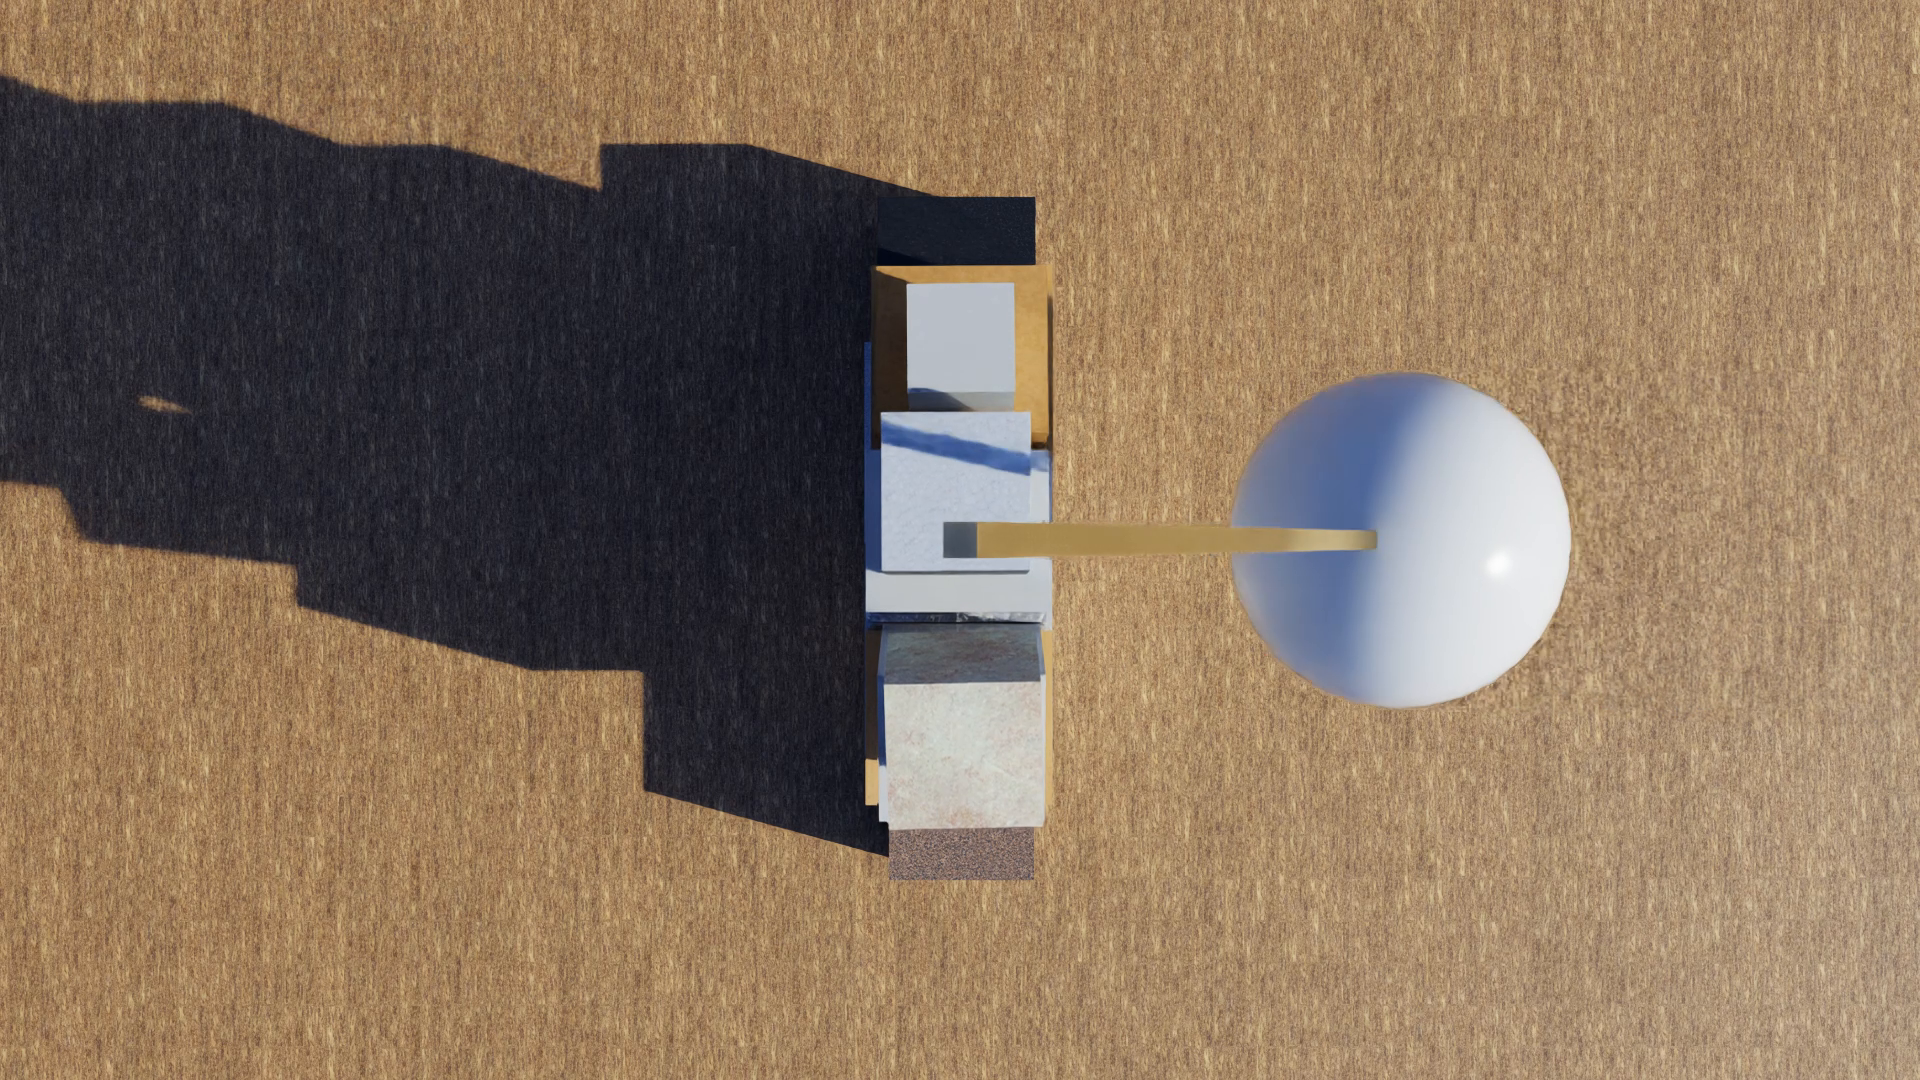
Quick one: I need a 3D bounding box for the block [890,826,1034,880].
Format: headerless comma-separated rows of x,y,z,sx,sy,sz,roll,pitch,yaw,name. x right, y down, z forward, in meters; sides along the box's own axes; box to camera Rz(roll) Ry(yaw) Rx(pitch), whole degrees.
0.009,1.525,12.589,0.803,0.821,0.719,0,90,0,block

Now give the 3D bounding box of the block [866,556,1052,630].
-0.007,0.593,12.433,1.011,1.133,1.124,0,90,0,block

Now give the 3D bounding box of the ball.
2.074,0.000,10.437,1.600,1.600,1.600,0,90,0,ball

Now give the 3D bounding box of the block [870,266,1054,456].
0.010,-0.889,11.519,0.913,0.971,0.941,0,87,0,block

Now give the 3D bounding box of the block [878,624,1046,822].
0.008,0.869,10.614,0.778,0.776,0.724,0,105,0,block

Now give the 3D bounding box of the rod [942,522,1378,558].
0.899,0.000,7.247,0.080,5.200,0.080,0,90,20,rod

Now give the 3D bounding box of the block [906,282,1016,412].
0.004,-0.848,9.994,0.474,0.594,0.493,-1,81,0,block

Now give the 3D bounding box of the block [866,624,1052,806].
-0.005,0.897,11.476,0.940,0.782,0.878,0,90,0,block

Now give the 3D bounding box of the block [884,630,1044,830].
0.018,0.838,9.831,0.672,0.715,0.667,-1,105,0,block

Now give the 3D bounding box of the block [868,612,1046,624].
-0.016,0.009,11.389,0.887,0.957,0.834,0,87,0,block

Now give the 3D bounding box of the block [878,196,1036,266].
-0.019,-1.488,12.536,0.867,0.928,0.793,0,90,0,block

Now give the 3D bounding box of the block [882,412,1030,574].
-0.017,-0.195,9.739,0.638,0.659,0.679,0,87,0,block

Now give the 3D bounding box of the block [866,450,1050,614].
-0.011,-0.023,10.486,0.839,0.849,0.741,0,87,0,block

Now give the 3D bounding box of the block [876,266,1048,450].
0.009,-0.842,10.643,0.804,0.691,0.803,0,81,0,block

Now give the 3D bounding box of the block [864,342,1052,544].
-0.009,-0.531,12.507,1.028,0.987,1.103,0,90,0,block
